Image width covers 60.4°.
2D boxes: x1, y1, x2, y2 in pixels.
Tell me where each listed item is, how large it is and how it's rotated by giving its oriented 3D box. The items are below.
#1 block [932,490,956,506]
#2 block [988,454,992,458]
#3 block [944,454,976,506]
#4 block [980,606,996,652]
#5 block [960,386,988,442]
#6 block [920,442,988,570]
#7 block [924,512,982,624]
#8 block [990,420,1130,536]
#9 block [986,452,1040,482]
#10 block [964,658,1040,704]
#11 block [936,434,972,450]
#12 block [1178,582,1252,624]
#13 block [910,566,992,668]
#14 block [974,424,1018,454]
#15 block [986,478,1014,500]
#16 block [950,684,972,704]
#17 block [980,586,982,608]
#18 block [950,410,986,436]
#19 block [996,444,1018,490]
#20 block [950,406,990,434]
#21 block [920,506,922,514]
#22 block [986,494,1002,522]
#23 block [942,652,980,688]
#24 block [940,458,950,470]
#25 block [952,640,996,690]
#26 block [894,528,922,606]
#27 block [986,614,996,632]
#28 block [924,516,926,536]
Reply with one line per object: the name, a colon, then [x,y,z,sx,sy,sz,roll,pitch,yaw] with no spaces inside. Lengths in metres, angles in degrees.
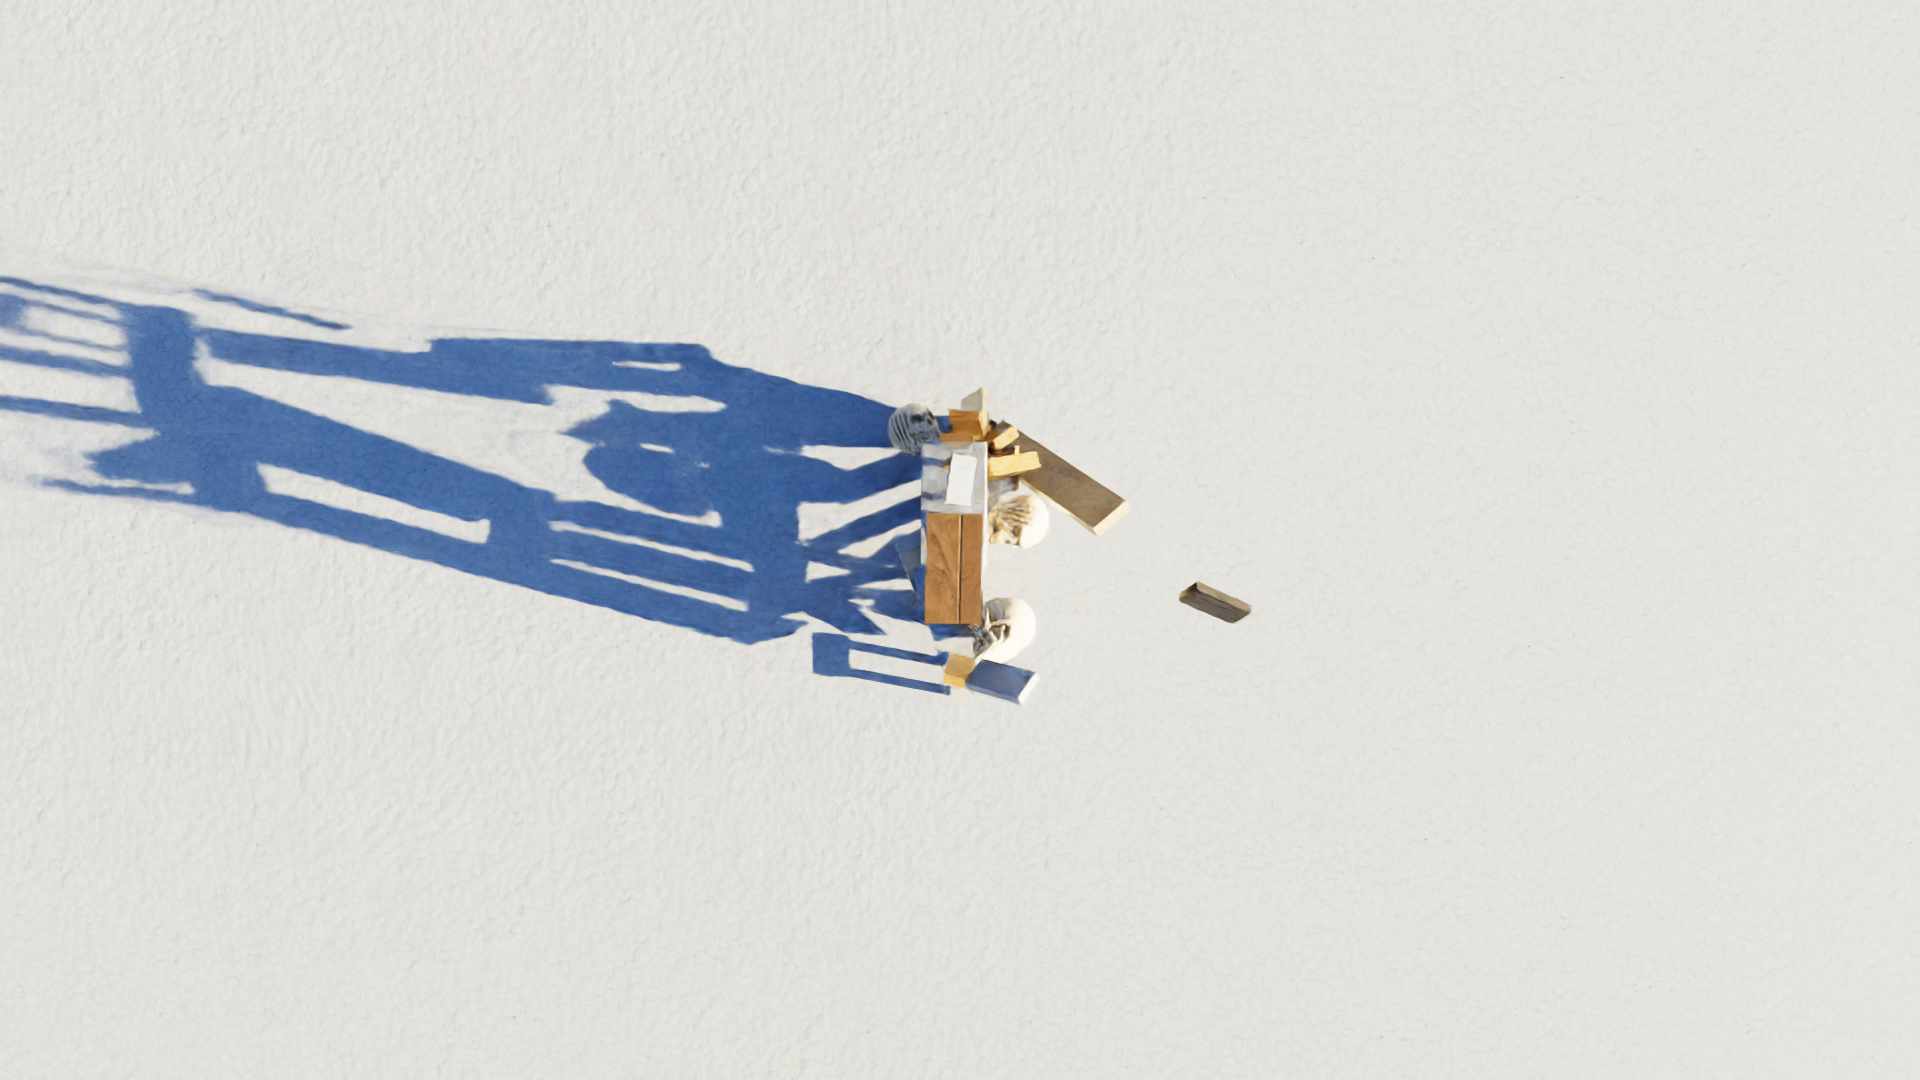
block: [-0.028,-0.114,4.508,0.067,0.133,0.019,10,85,-14]
block: [0.038,-0.236,5.238,0.142,0.071,0.020,-43,71,-3]
block: [0.002,-0.162,4.423,0.067,0.019,0.133,7,99,-10]
block: [0.014,0.234,4.999,0.125,0.035,0.250,-16,83,1]
block: [0.039,-0.378,5.046,0.085,0.340,0.024,-30,112,16]
block: [-0.016,-0.098,4.609,0.177,0.050,0.354,1,95,7]
block: [-0.017,0.074,4.273,0.143,0.040,0.285,1,94,-2]
block: [0.277,-0.205,5.205,0.133,0.708,0.038,-40,129,-9]
block: [0.083,-0.201,4.813,0.177,0.365,0.050,-16,90,25]
block: [0.107,0.368,4.304,0.091,0.183,0.026,-52,134,-29]
block: [-0.015,-0.267,4.464,0.085,0.169,0.024,0,87,-4]
block: [0.715,0.177,4.626,0.183,0.091,0.026,23,58,-17]
block: [-0.025,0.201,4.679,0.147,0.042,0.293,-18,90,1]
block: [0.080,-0.294,5.028,0.133,0.265,0.038,-14,100,19]
block: [0.062,-0.165,5.138,0.194,0.027,0.097,-21,126,29]
block: [0.002,0.464,5.353,0.069,0.020,0.138,0,90,0]
block: [-0.018,0.129,4.477,0.143,0.354,0.040,-1,100,-2]
block: [0.021,-0.333,4.713,0.085,0.169,0.024,4,78,7]
block: [0.151,-0.231,5.239,0.071,0.020,0.142,9,105,37]
block: [0.034,-0.349,5.301,0.133,0.266,0.038,-44,76,-9]
block: [-0.043,0.004,5.287,0.123,0.035,0.246,-11,86,-8]
block: [0.043,-0.085,5.244,0.097,0.027,0.193,31,97,6]
block: [0.005,0.363,4.566,0.091,0.183,0.026,15,105,0]
block: [-0.009,-0.206,4.493,0.067,0.133,0.019,4,86,-10]
block: [0.034,0.383,4.991,0.147,0.581,0.042,-15,78,-1]
block: [-0.074,0.065,4.826,0.177,0.354,0.050,-24,62,-3]
block: [0.046,0.283,5.139,0.125,0.250,0.035,-26,84,-3]
block: [-0.023,-0.033,4.434,0.143,0.285,0.040,2,93,-2]
